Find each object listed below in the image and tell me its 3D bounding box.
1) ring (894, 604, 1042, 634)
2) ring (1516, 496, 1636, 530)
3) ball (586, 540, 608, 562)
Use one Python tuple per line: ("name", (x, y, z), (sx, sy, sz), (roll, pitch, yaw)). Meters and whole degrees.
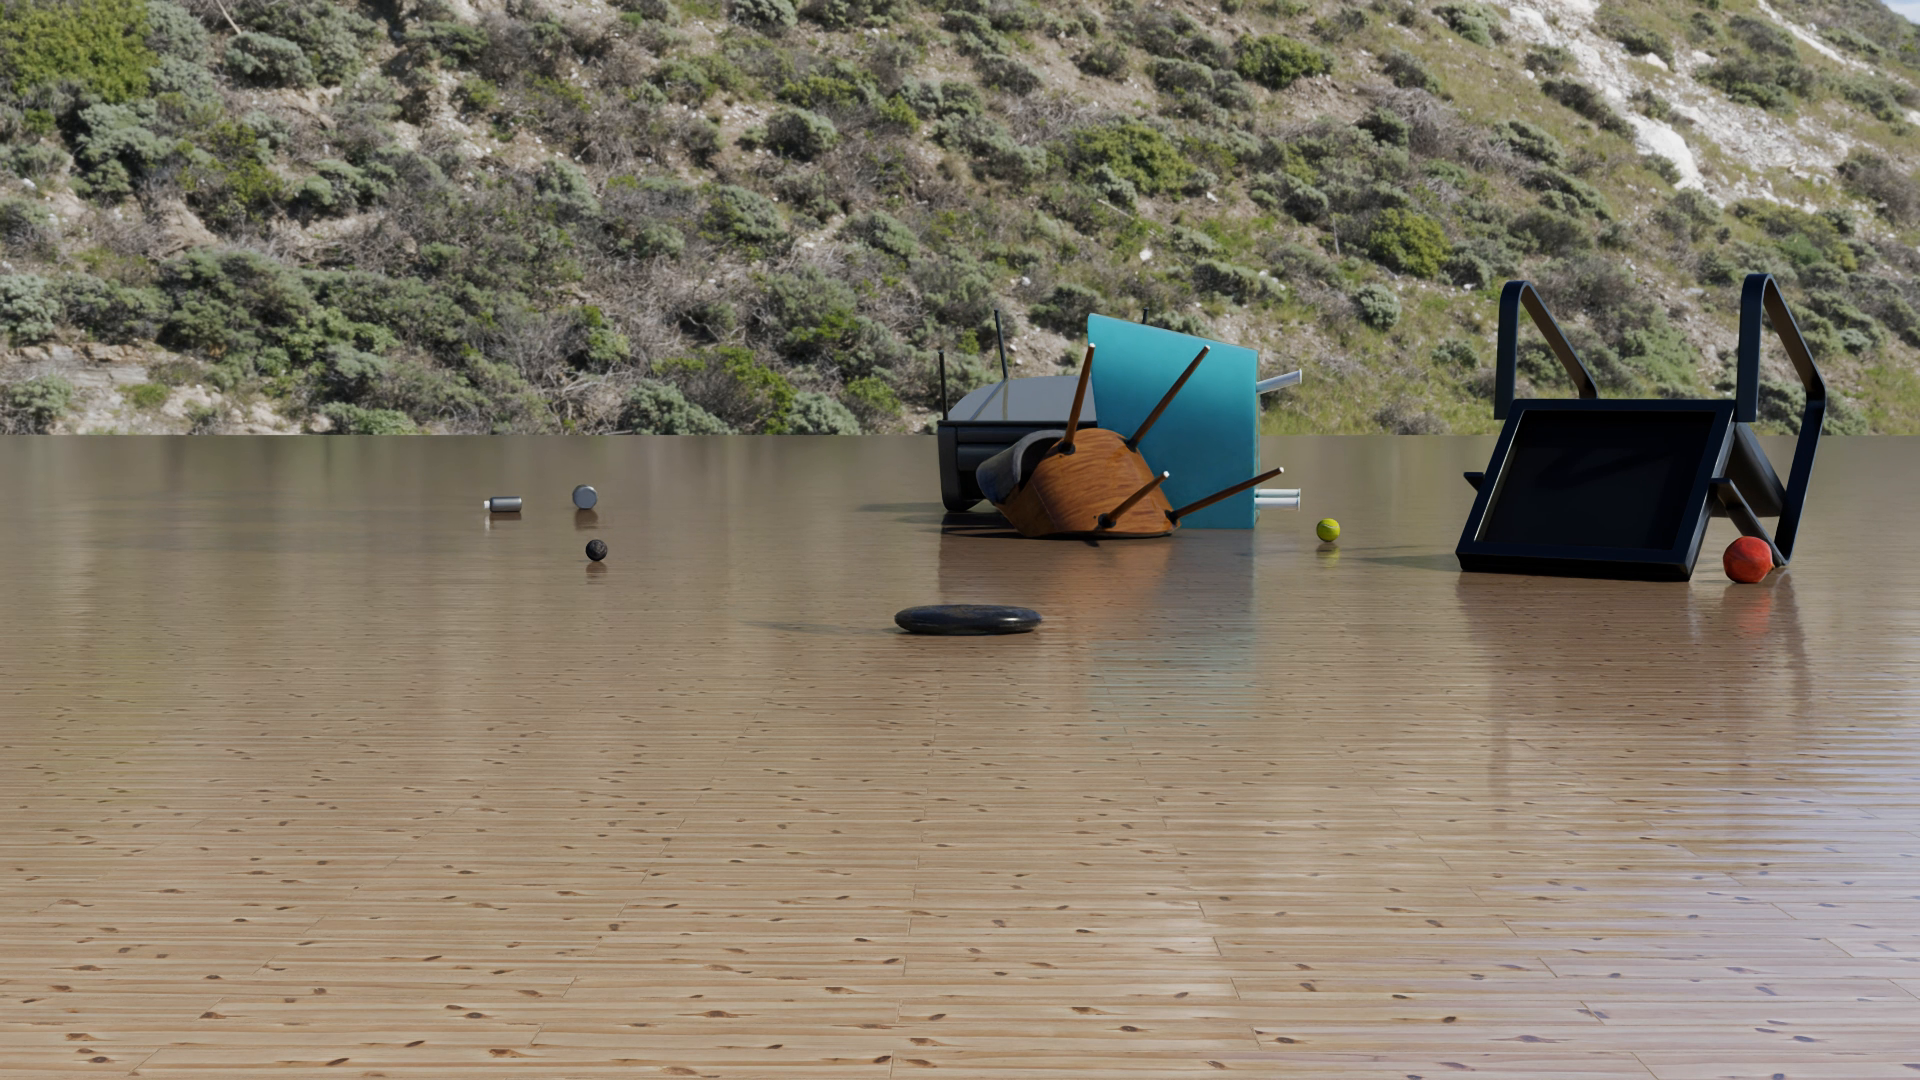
("ring", (0.015, 0.147, 4.093), (0.276, 0.043, 0.201), (0, 3, -2))
("ring", (1.989, -0.089, 7.107), (0.375, 0.104, 0.262), (2, 3, 13))
("ball", (-0.949, 0.027, 5.743), (0.057, 0.057, 0.057), (0, 4, 0))
